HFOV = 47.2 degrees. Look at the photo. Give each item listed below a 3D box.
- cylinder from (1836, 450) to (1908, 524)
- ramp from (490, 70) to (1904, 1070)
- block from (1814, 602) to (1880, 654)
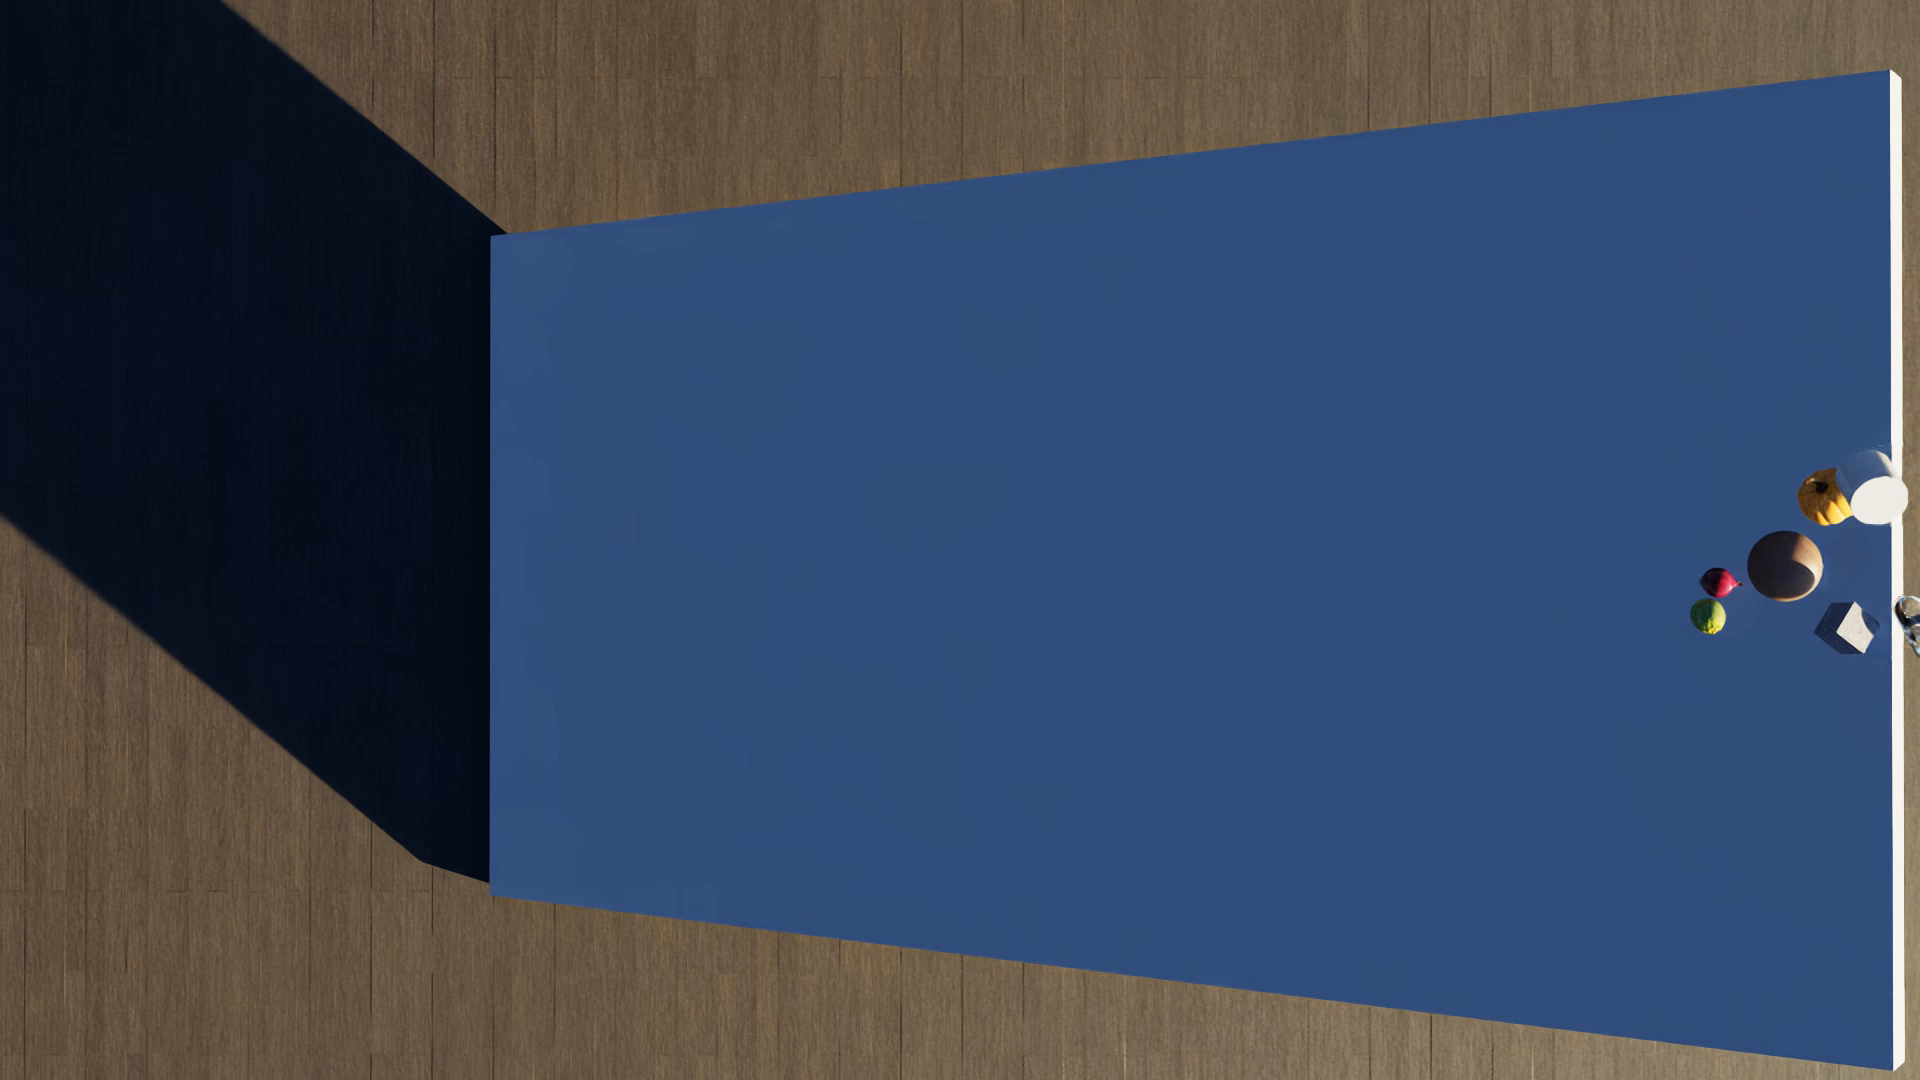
[{"bbox_3d":[1.367,-0.079,3.298,0.083,0.083,0.083,2,121,3],"label":"cylinder"},{"bbox_3d":[0.246,0.068,5.573,4.000,0.100,2.000,0,89,35],"label":"ramp"},{"bbox_3d":[1.547,0.154,3.836,0.064,0.064,0.064,36,80,-10],"label":"block"}]
